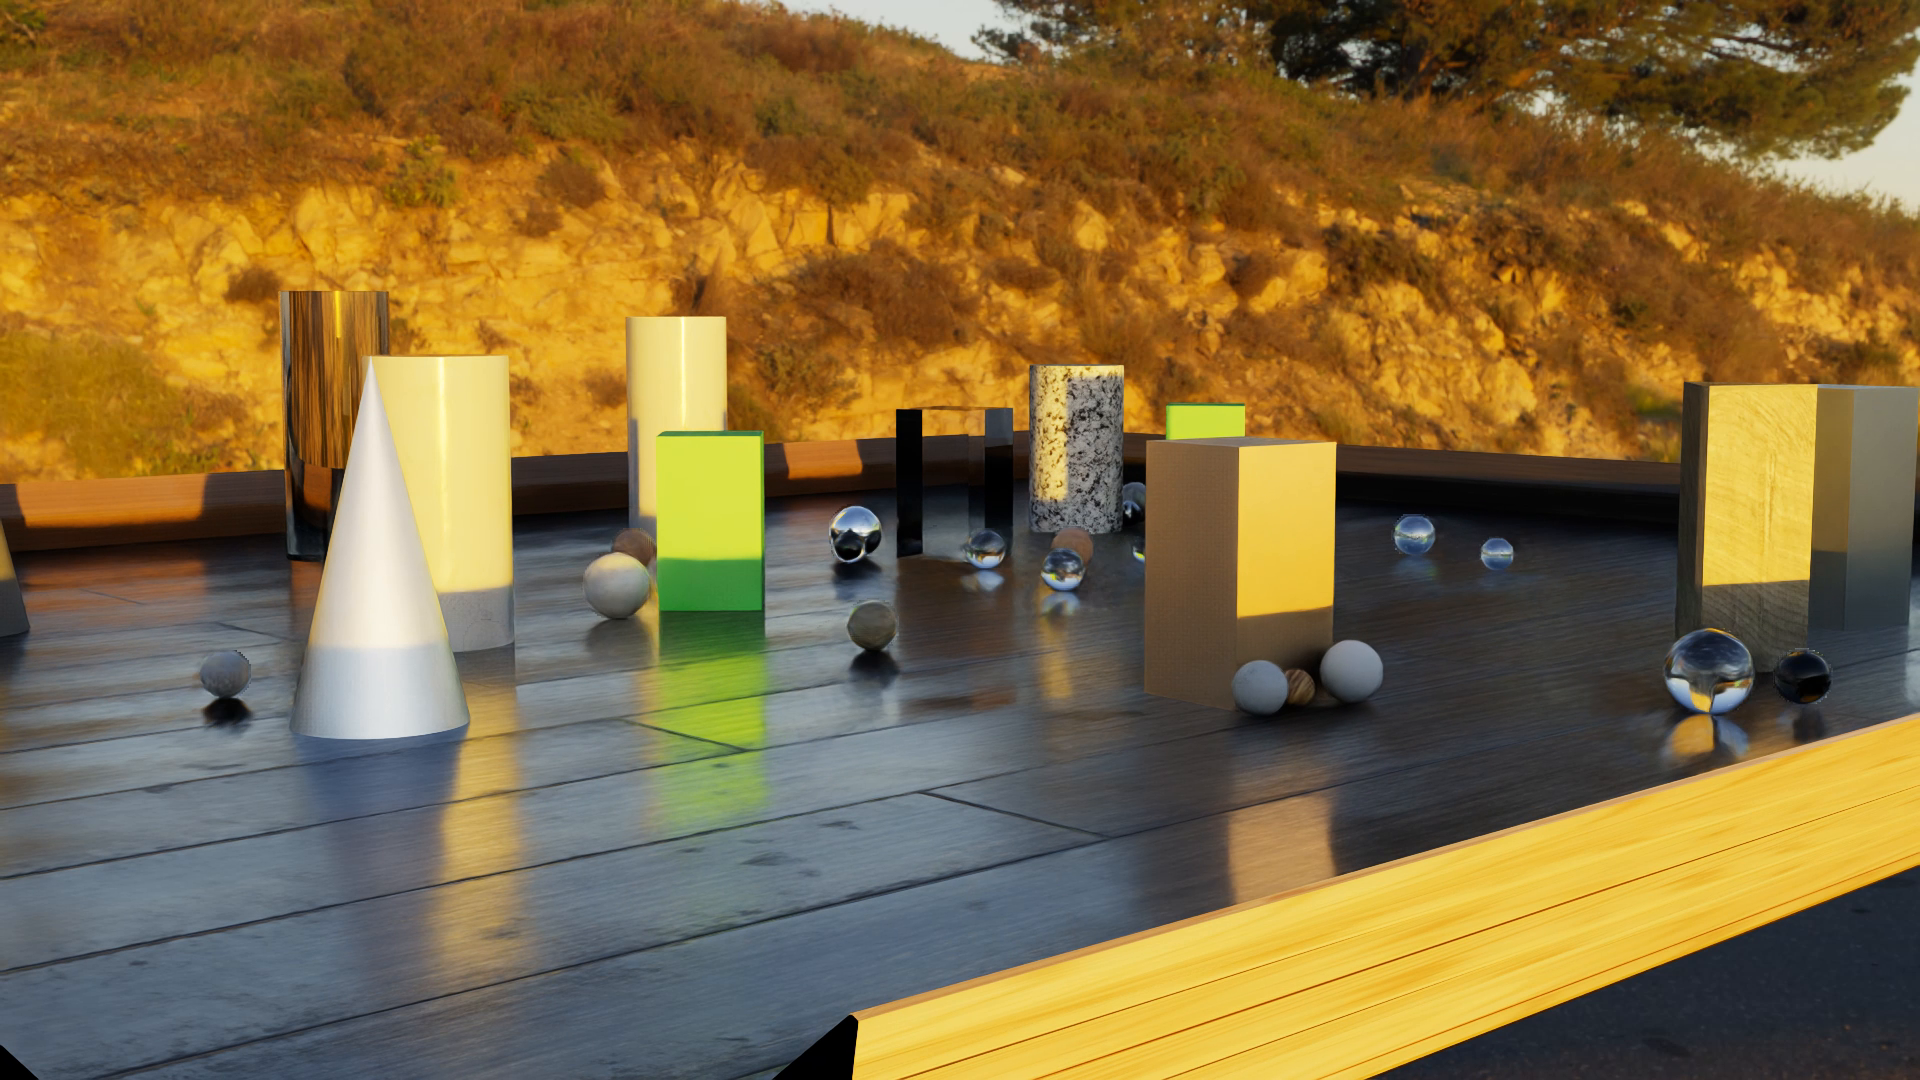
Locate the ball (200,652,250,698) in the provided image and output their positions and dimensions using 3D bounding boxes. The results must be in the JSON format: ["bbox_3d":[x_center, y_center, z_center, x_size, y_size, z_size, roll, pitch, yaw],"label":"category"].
[{"bbox_3d":[-0.842,0.154,2.519,0.053,0.053,0.053,0,6,0],"label":"ball"}]

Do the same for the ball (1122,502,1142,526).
[{"bbox_3d":[0.344,-0.053,4.489,0.052,0.052,0.052,0,6,0],"label":"ball"}]

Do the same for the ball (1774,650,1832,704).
[{"bbox_3d":[0.950,0.155,2.480,0.060,0.060,0.060,0,6,0],"label":"ball"}]

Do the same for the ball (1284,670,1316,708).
[{"bbox_3d":[0.375,0.166,2.456,0.043,0.043,0.043,0,6,0],"label":"ball"}]

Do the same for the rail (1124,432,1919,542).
[{"bbox_3d":[1.394,-0.103,4.611,0.045,0.123,3.375,-6,8,-42],"label":"rail"}]

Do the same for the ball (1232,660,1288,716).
[{"bbox_3d":[0.327,0.162,2.403,0.062,0.062,0.062,0,6,0],"label":"ball"}]

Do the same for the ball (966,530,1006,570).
[{"bbox_3d":[0.044,0.017,3.749,0.068,0.068,0.068,0,6,0],"label":"ball"}]

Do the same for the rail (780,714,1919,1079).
[{"bbox_3d":[1.128,0.160,2.116,3.841,0.123,0.045,-6,8,-42],"label":"rail"}]

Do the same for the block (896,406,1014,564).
[{"bbox_3d":[-0.009,-0.103,3.939,0.152,0.266,0.152,4,7,32],"label":"block"}]

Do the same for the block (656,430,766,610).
[{"bbox_3d":[-0.373,-0.032,3.308,0.152,0.257,0.152,0,6,-3],"label":"block"}]

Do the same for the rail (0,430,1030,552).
[{"bbox_3d":[-1.128,-0.096,4.548,3.841,0.123,0.045,-6,8,-42],"label":"rail"}]

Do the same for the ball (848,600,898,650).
[{"bbox_3d":[-0.114,0.112,2.866,0.065,0.065,0.065,0,6,0],"label":"ball"}]

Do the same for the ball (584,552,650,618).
[{"bbox_3d":[-0.493,0.065,3.162,0.095,0.095,0.095,0,6,0],"label":"ball"}]

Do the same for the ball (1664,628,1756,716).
[{"bbox_3d":[0.822,0.145,2.412,0.095,0.095,0.095,0,6,0],"label":"ball"}]

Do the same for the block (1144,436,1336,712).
[{"bbox_3d":[0.320,0.033,2.523,0.152,0.293,0.152,-5,8,-37],"label":"block"}]

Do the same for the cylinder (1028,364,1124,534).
[{"bbox_3d":[0.234,-0.186,4.423,0.190,0.331,0.190,0,6,0],"label":"cylinder"}]

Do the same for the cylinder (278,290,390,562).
[{"bbox_3d":[-1.112,-0.206,3.930,0.190,0.474,0.190,0,6,0],"label":"cylinder"}]

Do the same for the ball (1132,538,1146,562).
[{"bbox_3d":[0.324,0.017,3.863,0.044,0.044,0.044,0,6,0],"label":"ball"}]

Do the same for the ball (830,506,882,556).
[{"bbox_3d":[-0.186,-0.015,3.929,0.093,0.093,0.093,0,6,0],"label":"ball"}]

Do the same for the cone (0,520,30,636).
[{"bbox_3d":[-1.386,-0.107,3.011,0.190,0.469,0.190,0,6,0],"label":"cone"}]

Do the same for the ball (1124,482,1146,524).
[{"bbox_3d":[0.364,-0.077,4.555,0.085,0.085,0.085,0,6,0],"label":"ball"}]

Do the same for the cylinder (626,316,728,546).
[{"bbox_3d":[-0.538,-0.210,4.185,0.190,0.428,0.190,0,6,0],"label":"cylinder"}]

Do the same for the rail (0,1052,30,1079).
[{"bbox_3d":[-1.394,0.167,2.053,0.045,0.123,3.375,-6,8,-42],"label":"rail"}]

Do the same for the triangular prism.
[{"bbox_3d":[0.947,-0.020,2.747,0.164,0.351,0.142,-2,6,-19],"label":"triangular prism"}]

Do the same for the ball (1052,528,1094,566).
[{"bbox_3d":[0.191,0.016,3.742,0.072,0.072,0.072,0,6,0],"label":"ball"}]

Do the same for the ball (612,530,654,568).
[{"bbox_3d":[-0.555,0.017,3.736,0.071,0.071,0.071,0,6,0],"label":"ball"}]

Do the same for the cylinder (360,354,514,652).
[{"bbox_3d":[-0.693,-0.054,2.922,0.190,0.382,0.190,0,6,0],"label":"cylinder"}]

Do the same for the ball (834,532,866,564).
[{"bbox_3d":[-0.193,0.013,3.845,0.056,0.056,0.056,0,6,0],"label":"ball"}]

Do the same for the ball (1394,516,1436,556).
[{"bbox_3d":[0.820,-0.009,3.968,0.073,0.073,0.073,0,6,0],"label":"ball"}]

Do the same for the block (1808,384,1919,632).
[{"bbox_3d":[1.241,-0.051,3.123,0.152,0.334,0.152,-4,7,-34],"label":"block"}]

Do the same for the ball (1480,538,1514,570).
[{"bbox_3d":[0.914,0.024,3.742,0.056,0.056,0.056,0,6,0],"label":"ball"}]

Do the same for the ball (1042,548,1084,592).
[{"bbox_3d":[0.162,0.047,3.465,0.069,0.069,0.069,0,6,0],"label":"ball"}]

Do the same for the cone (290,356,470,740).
[{"bbox_3d":[-0.625,0.000,2.352,0.190,0.395,0.190,0,6,0],"label":"cone"}]

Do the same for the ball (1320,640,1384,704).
[{"bbox_3d":[0.442,0.149,2.485,0.071,0.071,0.071,0,6,0],"label":"ball"}]

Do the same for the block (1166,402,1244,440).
[{"bbox_3d":[0.486,-0.141,4.351,0.152,0.255,0.152,1,6,7],"label":"block"}]
